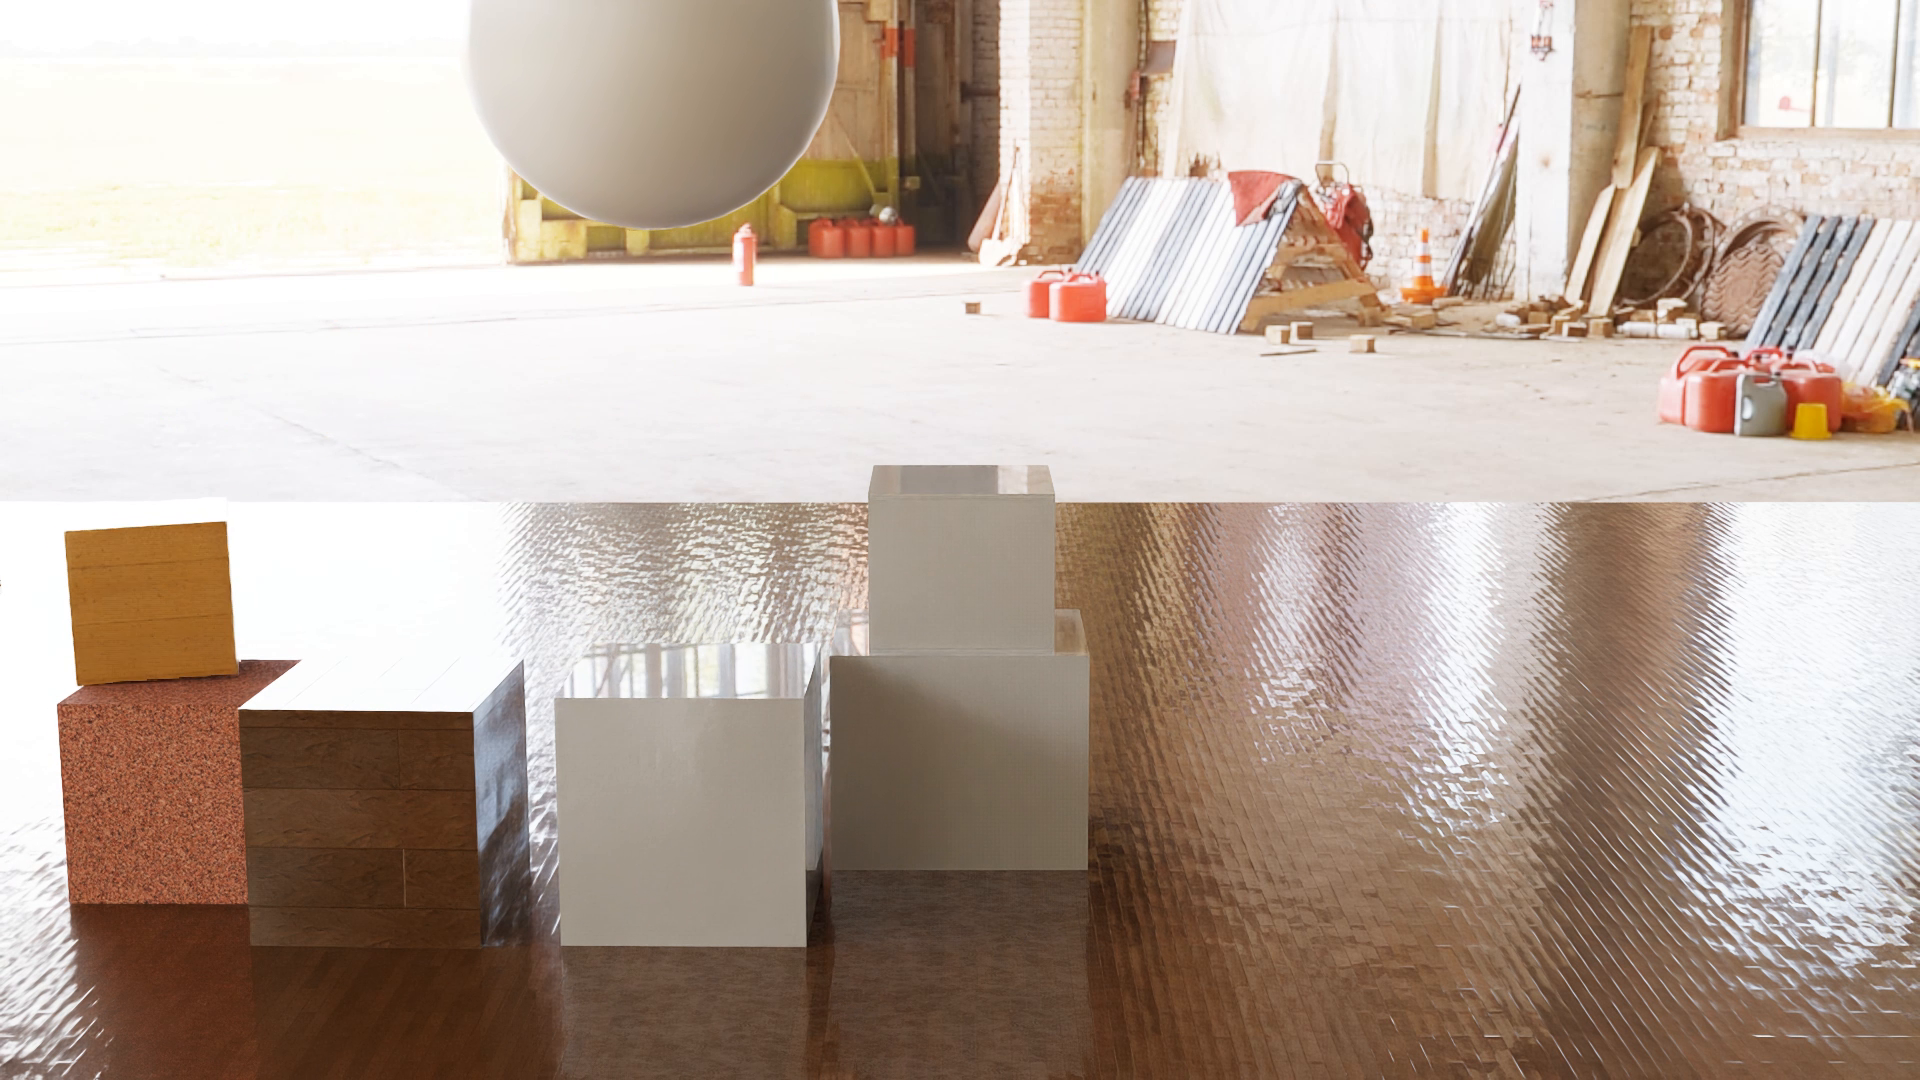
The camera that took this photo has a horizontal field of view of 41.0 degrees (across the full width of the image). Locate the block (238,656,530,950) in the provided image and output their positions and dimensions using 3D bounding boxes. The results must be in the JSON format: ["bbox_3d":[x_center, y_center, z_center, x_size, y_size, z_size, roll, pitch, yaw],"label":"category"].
[{"bbox_3d":[-2.398,1.084,10.828,0.950,0.994,0.960,0,10,3],"label":"block"}]

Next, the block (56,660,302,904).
[{"bbox_3d":[-3.345,1.050,11.333,0.939,0.879,0.853,0,10,1],"label":"block"}]

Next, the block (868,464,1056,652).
[{"bbox_3d":[0.006,0.073,11.693,0.820,0.711,0.838,0,10,0],"label":"block"}]

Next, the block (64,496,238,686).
[{"bbox_3d":[-3.618,0.219,11.506,0.676,0.687,0.684,-4,11,-15],"label":"block"}]

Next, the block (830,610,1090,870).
[{"bbox_3d":[-0.002,0.902,11.859,1.145,0.981,0.994,0,10,0],"label":"block"}]

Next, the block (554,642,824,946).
[{"bbox_3d":[-1.119,1.055,10.857,1.002,1.040,1.002,0,10,1],"label":"block"}]

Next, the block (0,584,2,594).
[{"bbox_3d":[-4.805,-0.058,11.410,0.765,0.773,0.784,-6,6,-6],"label":"block"}]

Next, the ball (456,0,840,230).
[{"bbox_3d":[-1.303,-2.109,10.797,1.600,1.600,1.600,0,10,0],"label":"ball"}]
